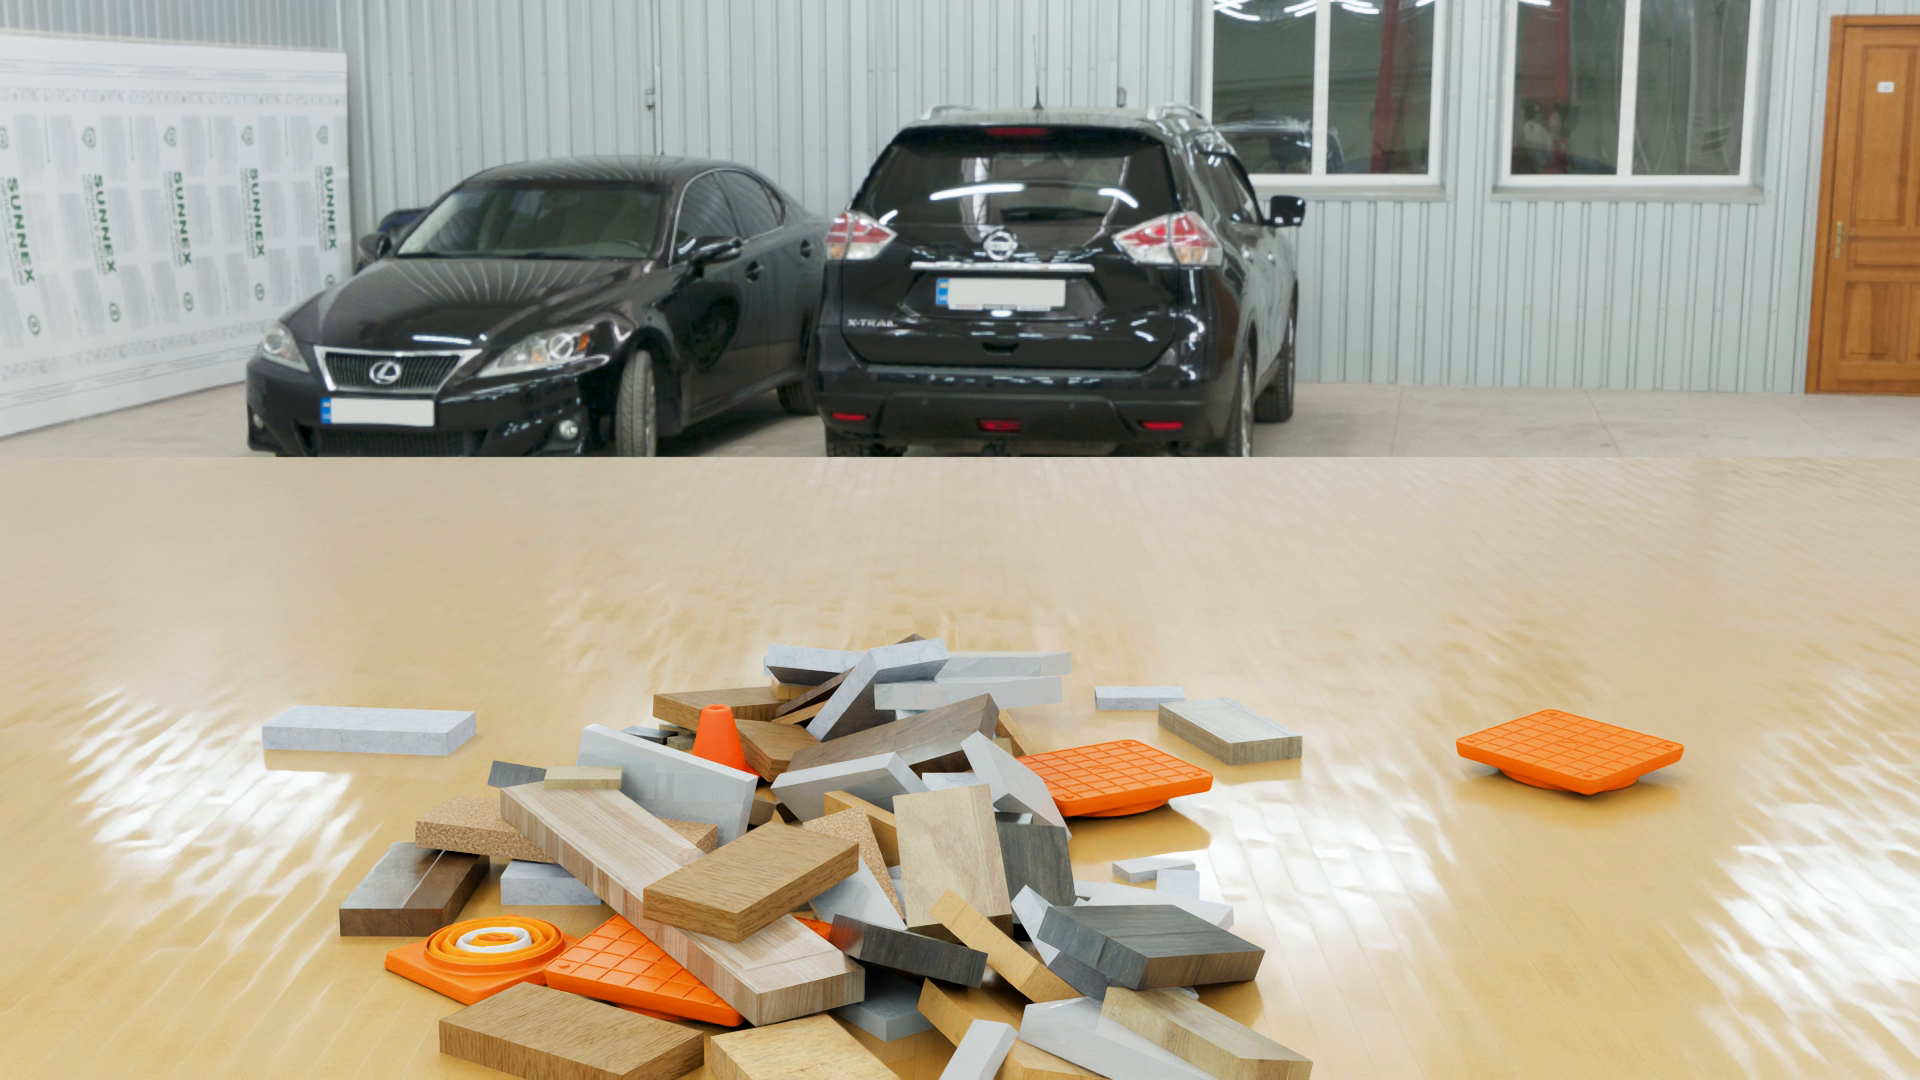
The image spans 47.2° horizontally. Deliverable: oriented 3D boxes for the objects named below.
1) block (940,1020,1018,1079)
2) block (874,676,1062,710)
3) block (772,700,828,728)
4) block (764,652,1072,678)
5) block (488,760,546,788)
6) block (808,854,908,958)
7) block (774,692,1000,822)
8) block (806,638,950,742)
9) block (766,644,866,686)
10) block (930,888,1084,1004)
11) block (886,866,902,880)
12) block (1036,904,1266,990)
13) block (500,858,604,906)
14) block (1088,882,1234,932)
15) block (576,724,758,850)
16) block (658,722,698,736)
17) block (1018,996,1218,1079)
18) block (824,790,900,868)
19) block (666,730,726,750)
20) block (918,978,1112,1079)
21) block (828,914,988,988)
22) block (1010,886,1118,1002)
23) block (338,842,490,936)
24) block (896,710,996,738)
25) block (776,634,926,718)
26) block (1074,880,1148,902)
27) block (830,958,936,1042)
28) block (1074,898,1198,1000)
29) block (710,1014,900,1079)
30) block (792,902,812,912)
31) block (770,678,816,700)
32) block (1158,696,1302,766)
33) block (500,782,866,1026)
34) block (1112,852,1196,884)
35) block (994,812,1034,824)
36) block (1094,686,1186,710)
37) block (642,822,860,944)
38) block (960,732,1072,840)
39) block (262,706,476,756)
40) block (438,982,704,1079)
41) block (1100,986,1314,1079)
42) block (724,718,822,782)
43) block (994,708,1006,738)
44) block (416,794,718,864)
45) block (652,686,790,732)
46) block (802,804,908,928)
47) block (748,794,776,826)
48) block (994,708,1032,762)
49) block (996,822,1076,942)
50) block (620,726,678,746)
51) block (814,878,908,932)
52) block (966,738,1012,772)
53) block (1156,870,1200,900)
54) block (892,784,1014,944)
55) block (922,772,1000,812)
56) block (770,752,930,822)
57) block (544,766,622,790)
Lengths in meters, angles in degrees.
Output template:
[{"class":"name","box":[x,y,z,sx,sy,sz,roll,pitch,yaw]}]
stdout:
[{"class":"block","box":[0.011,0.684,2.816,0.073,0.021,0.147,-9,41,53]},{"class":"block","box":[0.013,0.296,4.248,0.176,0.050,0.352,-2,-2,-41]},{"class":"block","box":[-0.302,0.367,4.568,0.160,0.023,0.080,-21,-21,24]},{"class":"block","box":[-0.100,0.276,4.881,0.681,0.047,0.165,-1,1,25]},{"class":"block","box":[-0.684,0.464,4.036,0.328,0.047,0.164,5,-13,29]},{"class":"block","box":[-0.166,0.570,3.407,0.104,0.029,0.208,-22,36,-15]},{"class":"block","box":[-0.134,0.399,4.019,0.417,0.045,0.159,-19,27,22]},{"class":"block","box":[-0.169,0.313,4.450,0.170,0.048,0.339,-7,-28,-34]},{"class":"block","box":[-0.230,0.276,4.639,0.330,0.047,0.165,5,-15,7]},{"class":"block","box":[0.088,0.612,3.159,0.163,0.046,0.327,41,-7,-24]},{"class":"block","box":[-0.099,0.559,3.582,0.144,0.020,0.072,-17,24,29]},{"class":"block","box":[0.282,0.582,3.166,0.166,0.047,0.408,23,4,31]},{"class":"block","box":[-0.671,0.545,3.783,0.164,0.047,0.352,0,11,0]},{"class":"block","box":[0.308,0.599,3.478,0.222,0.031,0.111,6,23,30]},{"class":"block","box":[-0.521,0.445,3.832,0.320,0.160,0.045,16,11,16]},{"class":"block","box":[-0.577,0.399,4.653,0.113,0.016,0.057,8,13,36]},{"class":"block","box":[0.257,0.677,2.862,0.327,0.046,0.163,15,3,33]},{"class":"block","box":[-0.150,0.516,3.728,0.035,0.124,0.247,-8,13,-34]},{"class":"block","box":[-0.544,0.416,4.561,0.113,0.016,0.057,-6,12,-29]},{"class":"block","box":[0.082,0.676,2.950,0.163,0.046,0.327,14,4,-25]},{"class":"block","box":[-0.081,0.586,3.152,0.171,0.049,0.343,15,-10,-9]},{"class":"block","box":[0.162,0.607,3.264,0.132,0.037,0.264,39,2,-15]},{"class":"block","box":[-0.895,0.573,3.630,0.164,0.047,0.329,0,11,1]},{"class":"block","box":[-0.011,0.424,4.135,0.176,0.050,0.352,-3,27,-9]},{"class":"block","box":[-0.212,0.296,4.535,0.406,0.023,0.080,-30,-42,33]},{"class":"block","box":[0.239,0.588,3.622,0.144,0.020,0.072,4,11,21]},{"class":"block","box":[-0.125,0.663,3.187,0.111,0.031,0.222,-8,13,-36]},{"class":"block","box":[0.253,0.617,3.262,0.132,0.037,0.264,27,5,-14]},{"class":"block","box":[-0.183,0.715,2.861,0.171,0.049,0.343,-5,12,-26]},{"class":"block","box":[-0.294,0.583,3.625,0.208,0.029,0.104,-3,11,-14]},{"class":"block","box":[-0.305,0.324,4.758,0.195,0.028,0.098,3,6,-13]},{"class":"block","box":[0.559,0.396,4.585,0.165,0.047,0.330,-4,11,-20]},{"class":"block","box":[-0.458,0.535,3.416,0.171,0.049,0.921,-7,16,-33]},{"class":"block","box":[0.333,0.562,3.770,0.128,0.018,0.064,-5,12,-24]},{"class":"block","box":[0.033,0.539,3.612,0.133,0.038,0.265,2,29,12]},{"class":"block","box":[0.399,0.351,4.881,0.195,0.028,0.098,0,11,0]},{"class":"block","box":[-0.311,0.513,3.325,0.167,0.047,0.333,9,15,28]},{"class":"block","box":[0.100,0.437,3.823,0.038,0.133,0.265,-35,-35,10]},{"class":"block","box":[-1.229,0.396,4.584,0.396,0.048,0.170,1,11,8]},{"class":"block","box":[-0.533,0.688,3.013,0.333,0.047,0.167,7,12,32]},{"class":"block","box":[0.319,0.649,2.871,0.132,0.037,0.264,12,3,-37]},{"class":"block","box":[-0.348,0.422,4.371,0.159,0.045,0.319,8,7,-23]},{"class":"block","box":[0.014,0.392,4.618,0.151,0.043,0.302,1,11,4]},{"class":"block","box":[-0.668,0.503,3.740,0.481,0.045,0.160,5,11,12]},{"class":"block","box":[-0.464,0.358,4.687,0.339,0.048,0.170,-1,8,-41]},{"class":"block","box":[-0.170,0.539,3.528,0.104,0.029,0.318,-16,30,-7]},{"class":"block","box":[-0.499,0.449,4.078,0.159,0.045,0.319,21,-2,-42]},{"class":"block","box":[0.086,0.372,4.456,0.023,0.160,0.080,-36,3,13]},{"class":"block","box":[0.117,0.547,3.525,0.124,0.035,0.248,6,31,-7]},{"class":"block","box":[-0.653,0.409,4.599,0.113,0.016,0.057,5,12,26]},{"class":"block","box":[-0.108,0.588,3.483,0.222,0.031,0.111,6,34,28]},{"class":"block","box":[0.015,0.468,3.932,0.176,0.050,0.352,-1,26,-3]},{"class":"block","box":[0.363,0.582,3.657,0.072,0.020,0.144,1,11,6]},{"class":"block","box":[-0.014,0.514,3.491,0.160,0.045,0.320,-7,32,-2]},{"class":"block","box":[0.005,0.493,3.778,0.133,0.038,0.265,0,30,-3]},{"class":"block","box":[-0.188,0.446,3.855,0.317,0.124,0.035,-16,33,45]},{"class":"block","box":[-0.646,0.408,3.776,0.128,0.018,0.064,1,13,-5]}]
